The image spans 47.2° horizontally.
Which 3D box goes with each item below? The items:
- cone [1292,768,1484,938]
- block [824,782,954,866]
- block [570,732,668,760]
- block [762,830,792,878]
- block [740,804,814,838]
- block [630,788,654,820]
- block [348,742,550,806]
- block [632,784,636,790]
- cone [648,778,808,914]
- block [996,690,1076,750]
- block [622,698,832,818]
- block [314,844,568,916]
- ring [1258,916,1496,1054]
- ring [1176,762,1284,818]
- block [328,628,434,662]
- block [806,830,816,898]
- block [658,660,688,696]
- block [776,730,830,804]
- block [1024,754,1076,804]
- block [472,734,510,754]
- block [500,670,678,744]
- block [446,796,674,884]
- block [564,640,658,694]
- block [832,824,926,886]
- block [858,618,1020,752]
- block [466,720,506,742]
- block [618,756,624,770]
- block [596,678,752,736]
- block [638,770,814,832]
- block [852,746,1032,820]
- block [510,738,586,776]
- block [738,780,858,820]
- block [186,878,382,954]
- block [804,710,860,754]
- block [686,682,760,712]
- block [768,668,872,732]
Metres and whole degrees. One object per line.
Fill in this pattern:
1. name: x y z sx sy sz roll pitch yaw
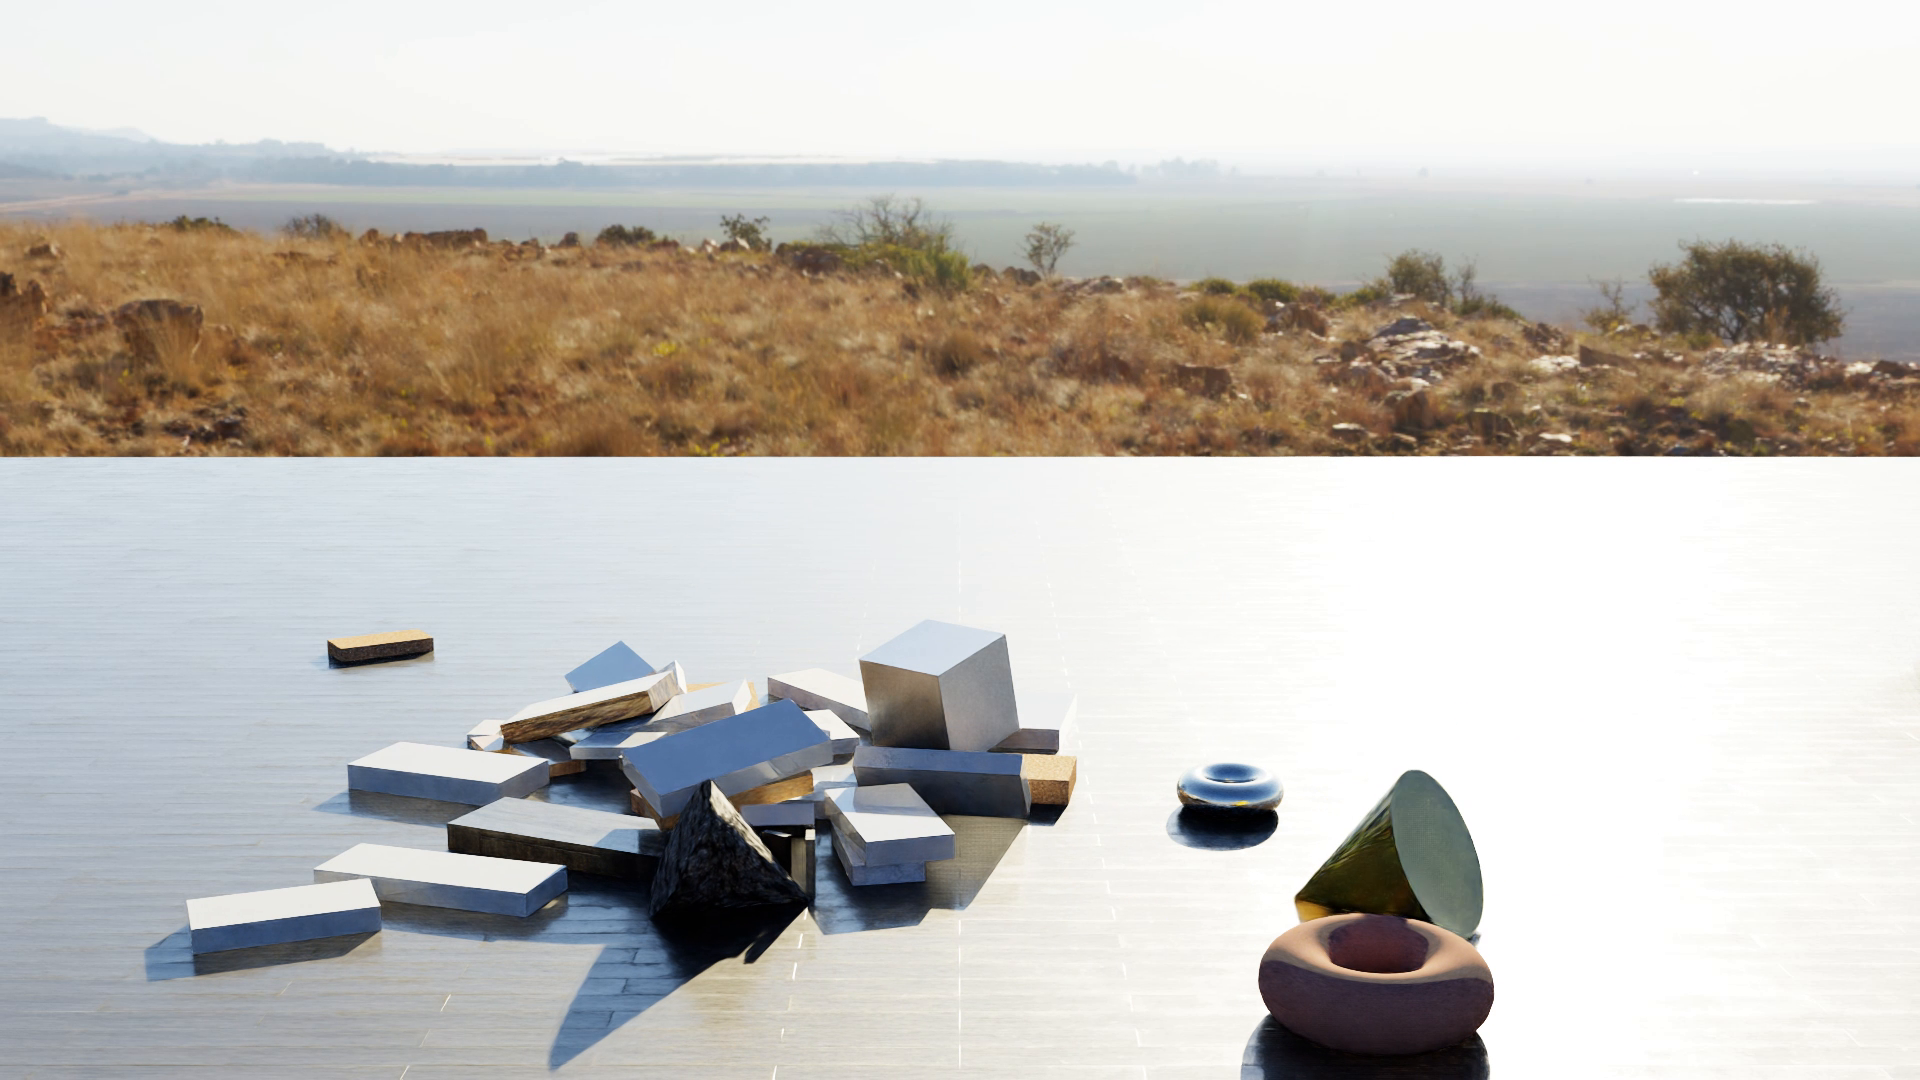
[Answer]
1. cone: 0.655 0.545 3.567 0.279 0.279 0.279 -25 -5 34
2. block: -0.127 0.497 3.858 0.155 0.044 0.310 -3 11 -16
3. block: -0.675 0.408 4.360 0.176 0.025 0.088 -3 13 27
4. block: -0.306 0.538 3.670 0.051 0.102 0.014 7 13 33
5. block: -0.317 0.492 3.840 0.124 0.035 0.248 -1 -13 -4
6. block: -0.457 0.461 4.074 0.274 0.039 0.137 -19 27 -38
7. block: -0.992 0.454 4.268 0.344 0.049 0.172 4 11 21
8. block: -0.488 0.447 4.320 0.310 0.044 0.155 -1 11 -7
9. cone: -0.351 0.547 3.606 0.237 0.237 0.237 25 5 -14
10. block: 0.155 0.381 4.678 0.152 0.043 0.304 2 11 9
11. block: -0.415 0.386 3.929 0.334 0.047 0.167 -16 31 -27
12. block: -0.869 0.567 3.681 0.395 0.040 0.142 3 11 17
13. ring: 0.593 0.632 3.142 0.334 0.111 0.334 -1 12 0
14. ring: 0.508 0.470 4.133 0.203 0.068 0.203 0 12 0
15. block: -1.416 0.257 5.375 0.228 0.032 0.114 -6 12 -31
16. block: -0.249 0.539 3.663 0.014 0.102 0.051 -1 11 -3
17. block: -0.656 0.333 4.805 0.114 0.032 0.228 -35 14 -2
18. block: -0.358 0.418 4.069 0.137 0.039 0.274 10 25 19
19. block: 0.038 0.457 4.256 0.362 0.047 0.167 2 11 8
20. block: -0.960 0.424 4.515 0.058 0.016 0.115 -5 12 -27
21. block: -0.771 0.351 4.585 0.334 0.047 0.167 -14 7 13
22. block: -0.639 0.529 3.862 0.511 0.049 0.172 5 12 24
23. block: -0.768 0.312 4.868 0.152 0.043 0.304 -33 20 -14
24. block: -0.145 0.541 3.835 0.124 0.035 0.248 -2 11 -11
25. block: -0.041 0.313 4.464 0.213 0.213 0.213 9 27 40
26. block: -0.992 0.403 4.633 0.058 0.016 0.115 1 11 7
27. block: -0.567 0.421 4.271 0.088 0.025 0.176 8 13 37
28. block: -0.592 0.364 4.522 0.304 0.043 0.152 -14 13 8
29. block: -0.420 0.434 3.933 0.284 0.040 0.142 -12 30 -21
30. block: -0.032 0.446 4.047 0.310 0.155 0.044 2 53 10
31. block: -0.830 0.438 4.419 0.088 0.025 0.176 -7 13 -33
32. block: -0.303 0.486 4.132 0.248 0.035 0.124 1 11 7
33. block: -1.080 0.599 3.511 0.284 0.040 0.142 -4 11 -21
34. block: -0.296 0.402 4.591 0.114 0.032 0.228 -4 11 -19
35. block: -0.517 0.372 4.711 0.172 0.049 0.344 -2 11 -9
36. block: -0.240 0.354 4.834 0.137 0.039 0.465 -8 13 -37
